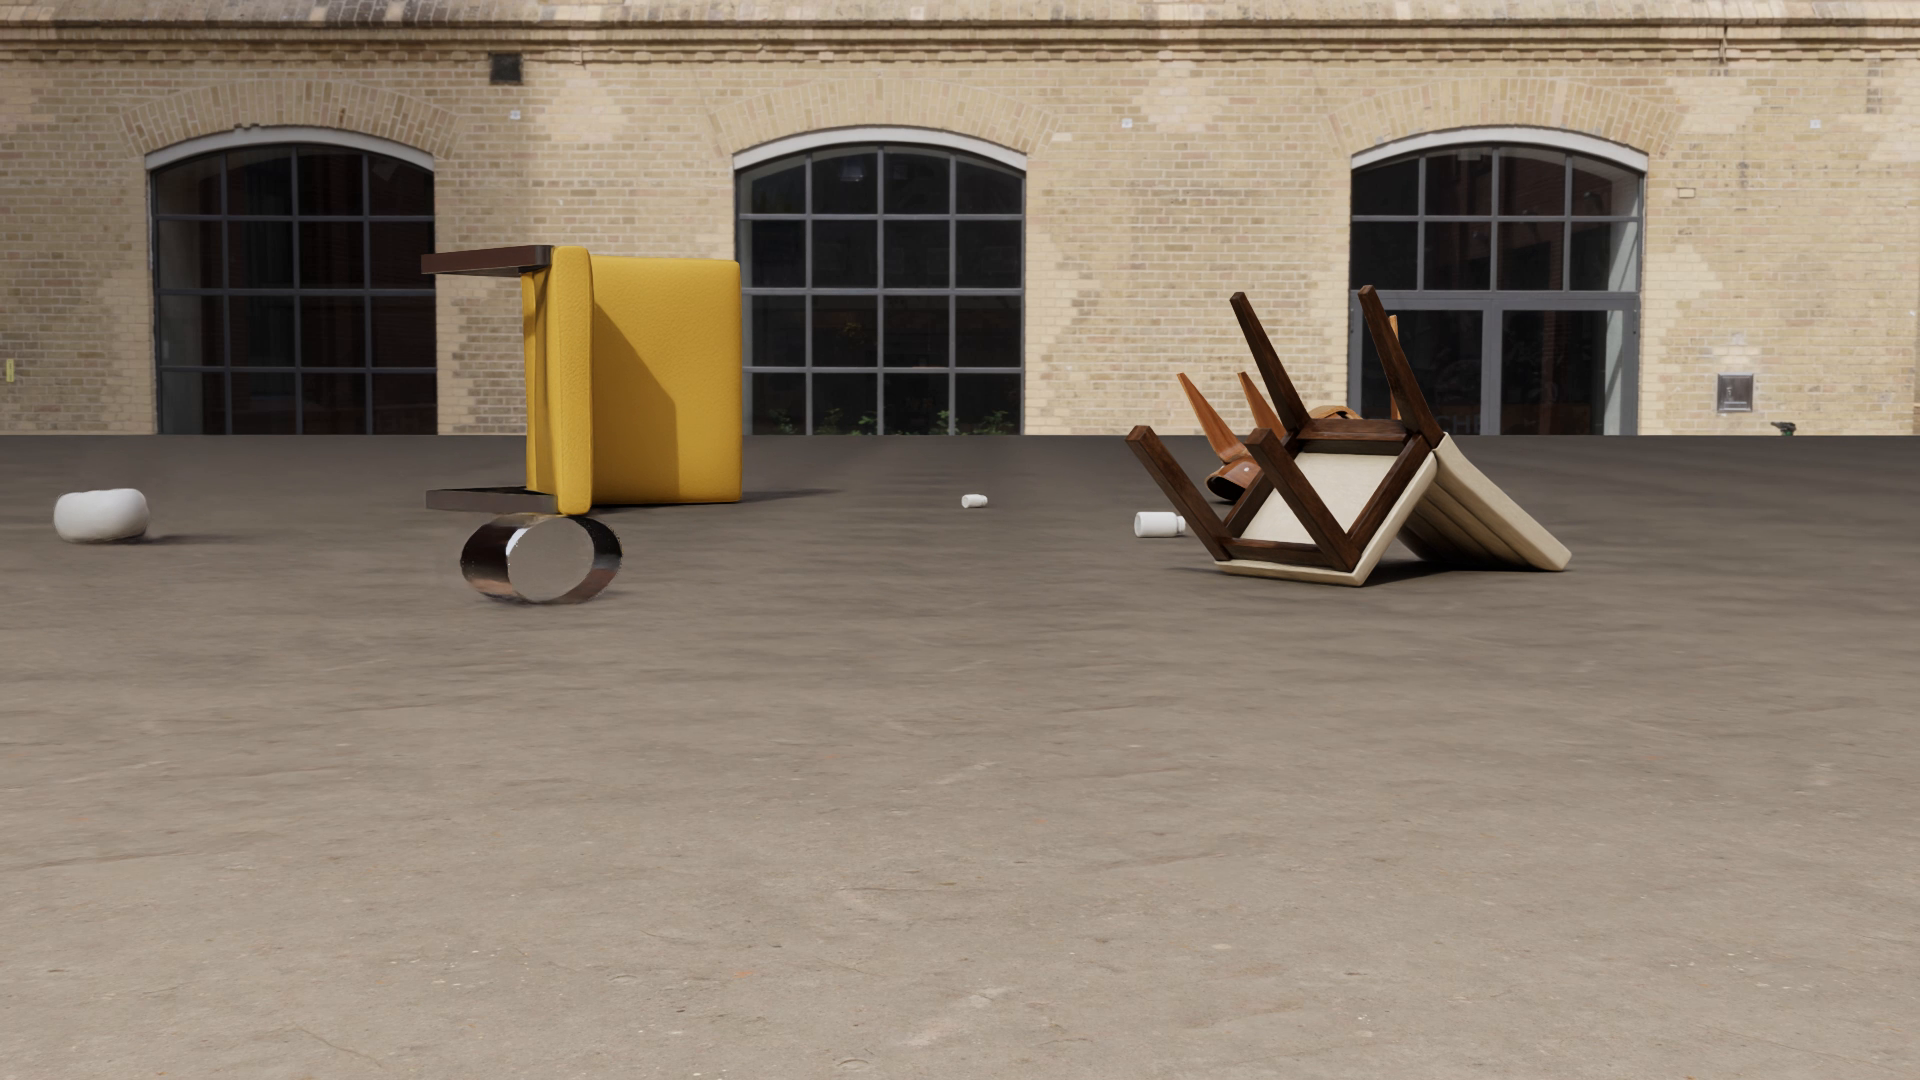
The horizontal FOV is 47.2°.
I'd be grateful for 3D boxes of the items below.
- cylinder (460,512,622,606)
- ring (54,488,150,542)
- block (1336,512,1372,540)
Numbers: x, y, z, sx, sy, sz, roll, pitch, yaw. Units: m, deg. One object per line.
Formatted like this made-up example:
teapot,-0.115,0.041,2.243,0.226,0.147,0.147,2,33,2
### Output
cylinder,-0.881,0.039,4.632,0.173,0.185,0.286,4,9,45
ring,-2.518,-0.071,6.452,0.244,0.144,0.386,-7,3,-40
block,1.179,-0.041,6.581,0.074,0.076,0.097,-1,4,-16
